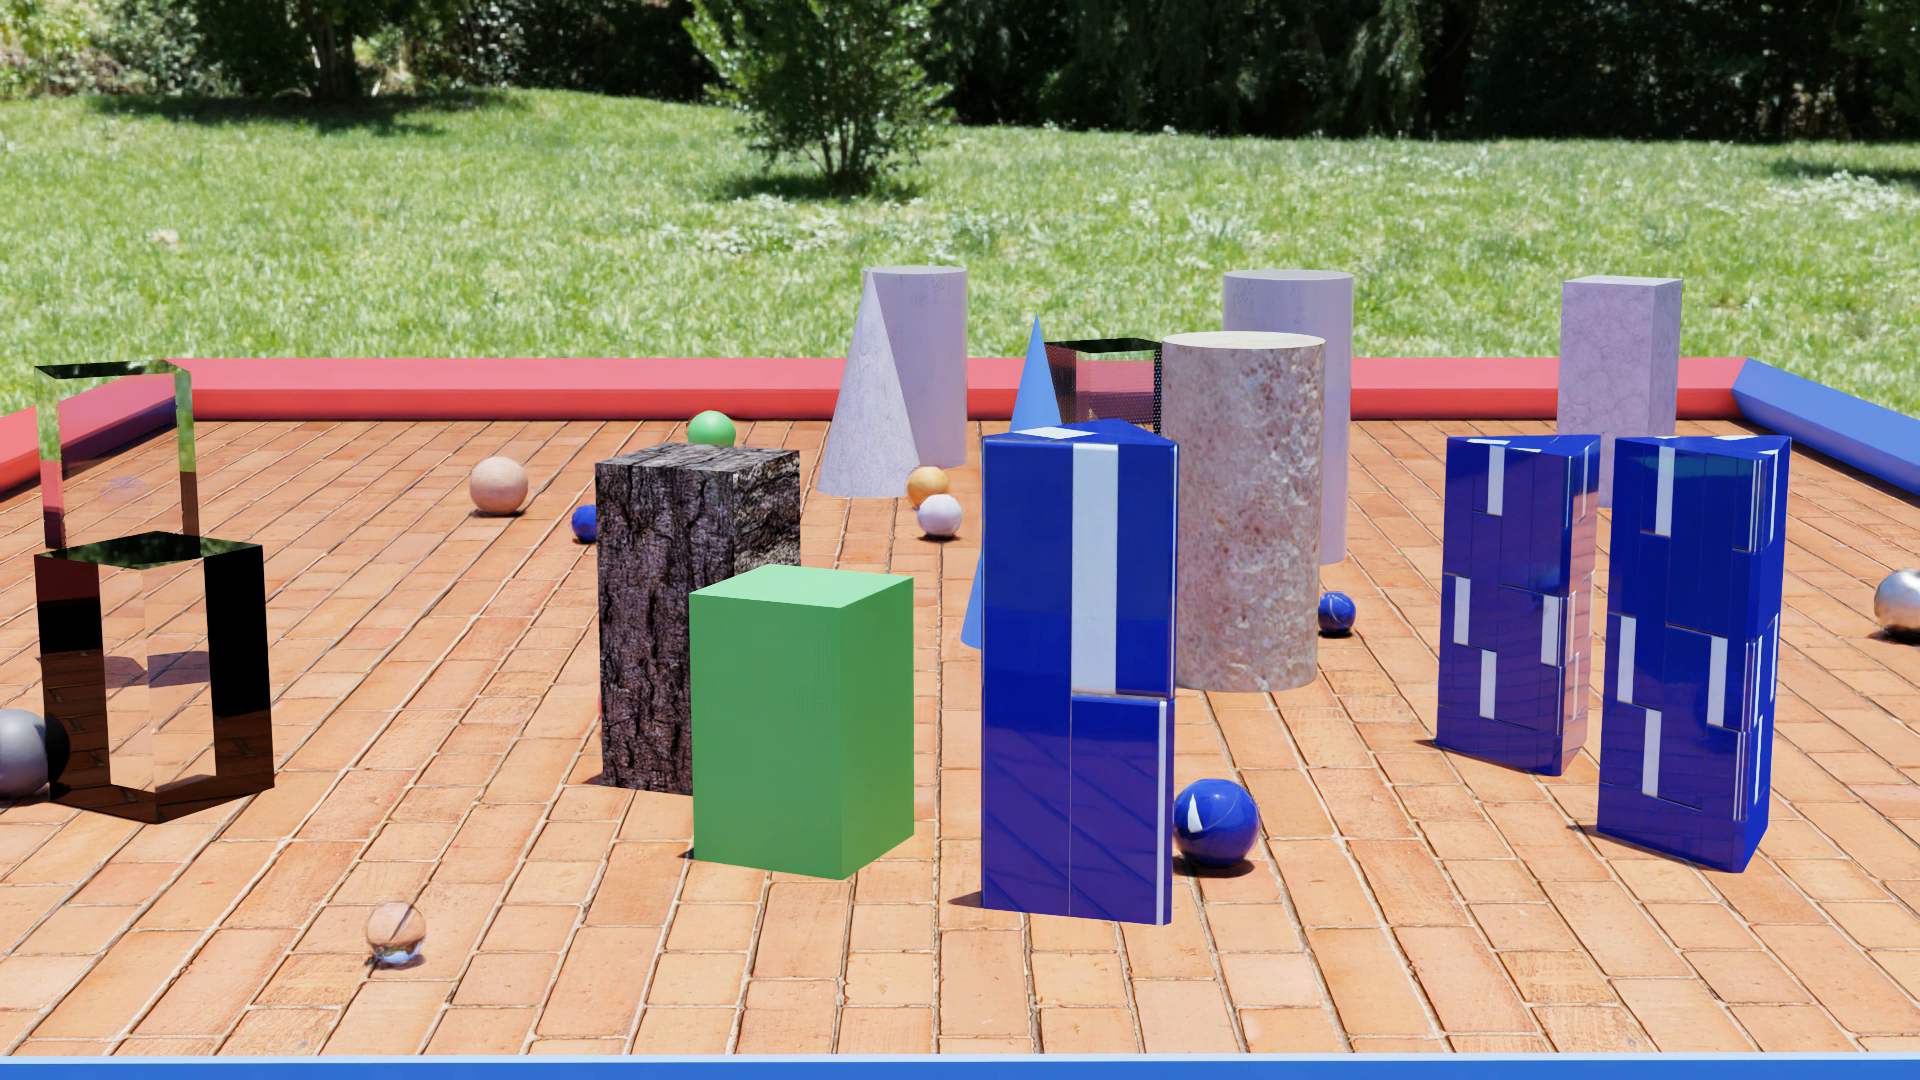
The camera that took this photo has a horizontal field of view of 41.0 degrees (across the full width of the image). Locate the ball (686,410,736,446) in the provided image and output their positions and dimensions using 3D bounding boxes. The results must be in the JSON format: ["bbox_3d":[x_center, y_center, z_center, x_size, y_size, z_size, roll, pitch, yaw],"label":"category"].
[{"bbox_3d":[-0.463,-0.196,4.772,0.091,0.091,0.091,0,11,0],"label":"ball"}]

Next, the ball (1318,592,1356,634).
[{"bbox_3d":[0.484,0.095,3.309,0.055,0.055,0.055,0,11,0],"label":"ball"}]

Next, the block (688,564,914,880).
[{"bbox_3d":[-0.145,0.165,2.392,0.154,0.252,0.154,5,12,24],"label":"block"}]

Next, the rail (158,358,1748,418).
[{"bbox_3d":[-0.011,-0.310,5.290,3.286,0.125,0.045,0,11,0],"label":"rail"}]

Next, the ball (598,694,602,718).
[{"bbox_3d":[-0.362,0.179,2.812,0.071,0.071,0.071,0,11,0],"label":"ball"}]

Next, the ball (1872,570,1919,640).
[{"bbox_3d":[1.215,0.082,3.281,0.089,0.089,0.089,0,11,0],"label":"ball"}]

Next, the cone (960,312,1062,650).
[{"bbox_3d":[0.096,-0.080,3.251,0.192,0.419,0.192,0,11,0],"label":"cone"}]

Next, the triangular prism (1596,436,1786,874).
[{"bbox_3d":[0.719,0.097,2.408,0.144,0.381,0.166,-7,13,-35],"label":"triangular prism"}]

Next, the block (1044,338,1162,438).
[{"bbox_3d":[0.210,-0.099,3.561,0.154,0.344,0.154,-5,12,-25],"label":"block"}]

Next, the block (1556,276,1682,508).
[{"bbox_3d":[1.102,-0.249,4.296,0.154,0.371,0.154,7,12,32],"label":"block"}]

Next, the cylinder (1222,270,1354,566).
[{"bbox_3d":[0.483,-0.184,3.809,0.192,0.420,0.192,0,11,0],"label":"cylinder"}]

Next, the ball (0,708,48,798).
[{"bbox_3d":[-0.951,0.214,2.571,0.091,0.091,0.091,0,11,0],"label":"ball"}]

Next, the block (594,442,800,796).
[{"bbox_3d":[-0.265,0.079,2.631,0.154,0.333,0.154,4,11,21],"label":"block"}]

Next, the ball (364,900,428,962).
[{"bbox_3d":[-0.462,0.321,2.104,0.050,0.050,0.050,0,11,0],"label":"ball"}]

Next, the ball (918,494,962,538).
[{"bbox_3d":[-0.030,-0.037,3.975,0.070,0.070,0.070,0,11,0],"label":"ball"}]

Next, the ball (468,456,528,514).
[{"bbox_3d":[-0.752,-0.089,4.183,0.096,0.096,0.096,0,11,0],"label":"ball"}]

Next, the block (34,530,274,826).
[{"bbox_3d":[-0.803,0.133,2.565,0.154,0.251,0.154,6,12,31],"label":"block"}]

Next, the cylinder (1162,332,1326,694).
[{"bbox_3d":[0.334,-0.037,3.061,0.192,0.405,0.192,0,11,0],"label":"cylinder"}]

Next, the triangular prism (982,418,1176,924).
[{"bbox_3d":[0.118,0.109,2.250,0.166,0.415,0.144,3,11,16],"label":"triangular prism"}]

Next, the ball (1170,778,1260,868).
[{"bbox_3d":[0.233,0.259,2.351,0.082,0.082,0.082,0,11,0],"label":"ball"}]

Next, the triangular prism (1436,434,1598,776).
[{"bbox_3d":[0.624,0.060,2.729,0.144,0.335,0.166,-8,13,-36],"label":"triangular prism"}]

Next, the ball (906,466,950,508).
[{"bbox_3d":[-0.052,-0.086,4.235,0.072,0.072,0.072,0,11,0],"label":"ball"}]

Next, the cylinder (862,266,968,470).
[{"bbox_3d":[-0.082,-0.318,4.708,0.192,0.356,0.192,0,11,0],"label":"cylinder"}]

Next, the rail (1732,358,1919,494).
[{"bbox_3d":[1.619,0.030,3.458,0.045,0.125,3.791,0,11,0],"label":"rail"}]

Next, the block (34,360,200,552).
[{"bbox_3d":[-1.018,-0.026,3.111,0.154,0.364,0.154,-6,12,-28],"label":"block"}]

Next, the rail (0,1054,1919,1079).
[{"bbox_3d":[0.011,0.374,1.609,3.286,0.125,0.045,0,11,0],"label":"rail"}]

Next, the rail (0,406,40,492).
[{"bbox_3d":[-1.619,0.034,3.440,0.045,0.125,3.791,0,11,0],"label":"rail"}]

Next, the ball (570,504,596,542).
[{"bbox_3d":[-0.571,-0.027,3.954,0.058,0.058,0.058,0,11,0],"label":"ball"}]

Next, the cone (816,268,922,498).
[{"bbox_3d":[-0.154,-0.279,4.410,0.192,0.387,0.192,0,11,0],"label":"cone"}]
